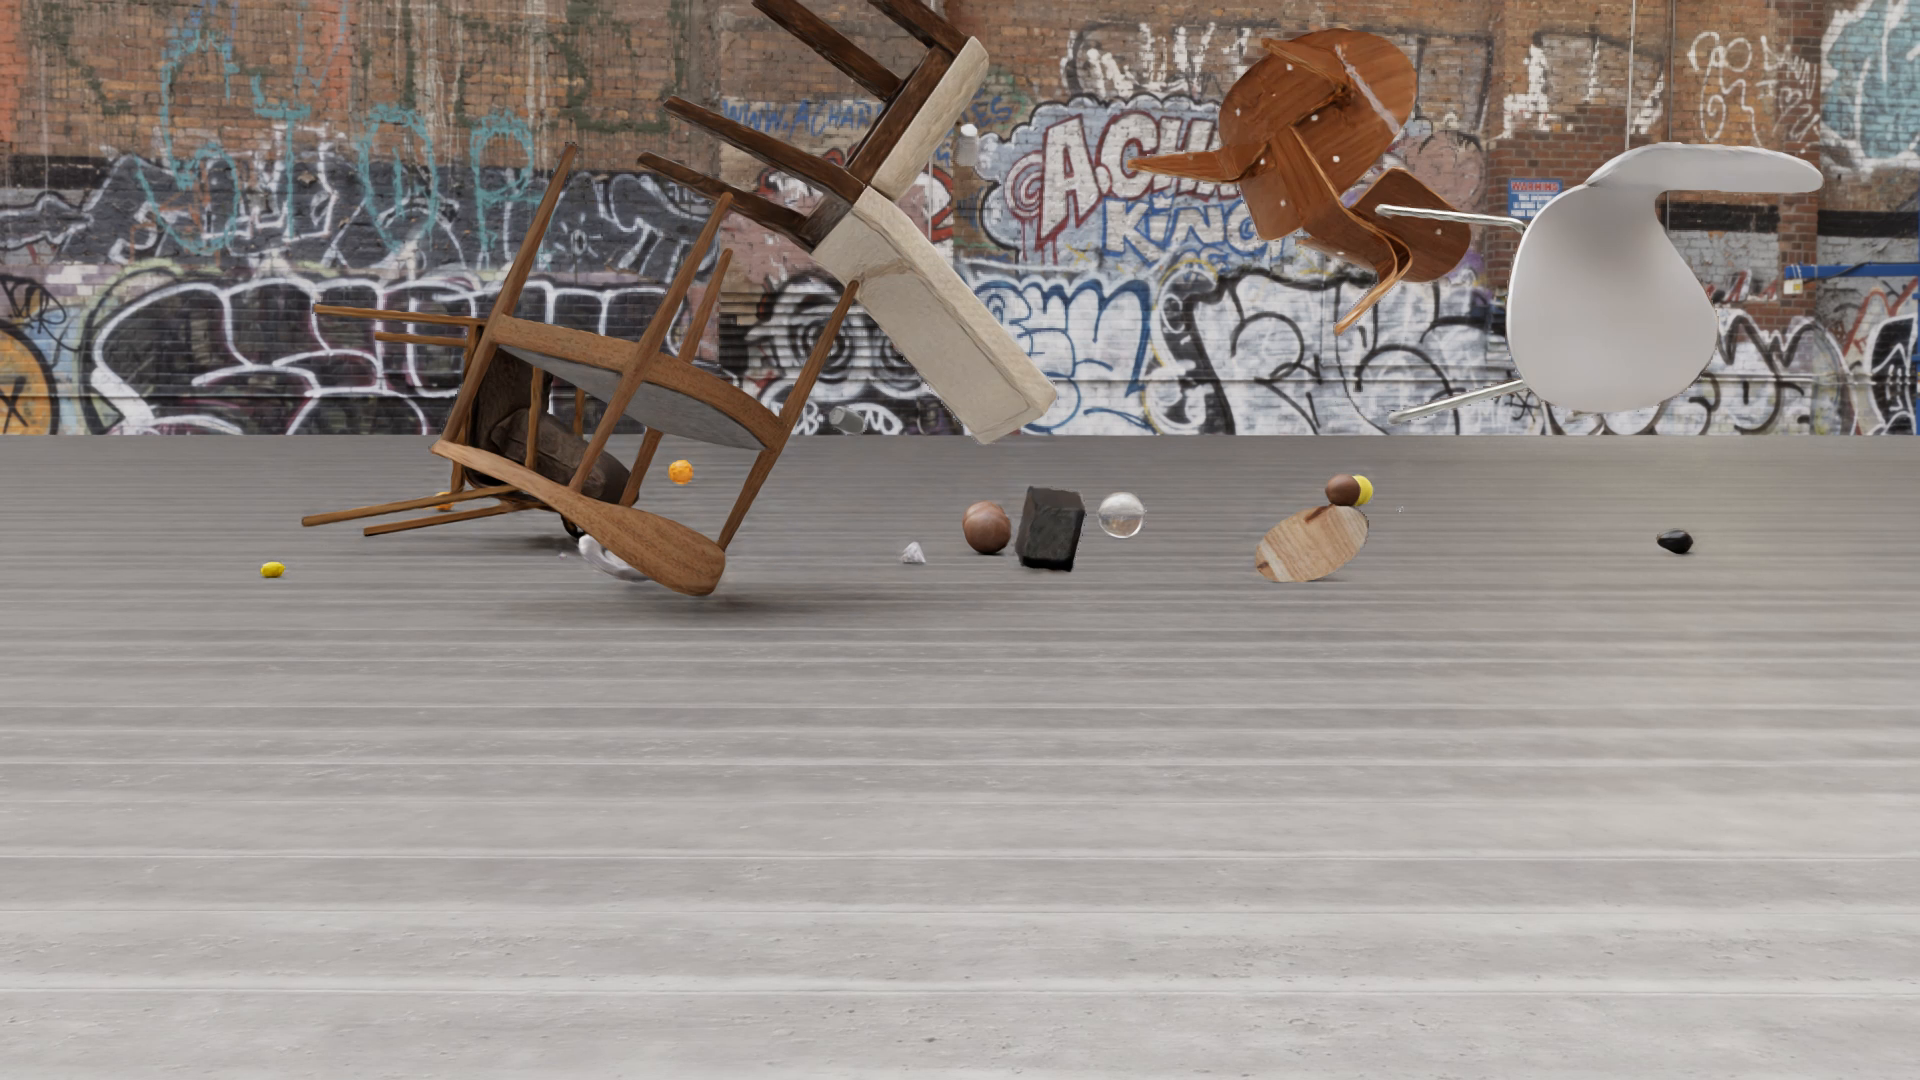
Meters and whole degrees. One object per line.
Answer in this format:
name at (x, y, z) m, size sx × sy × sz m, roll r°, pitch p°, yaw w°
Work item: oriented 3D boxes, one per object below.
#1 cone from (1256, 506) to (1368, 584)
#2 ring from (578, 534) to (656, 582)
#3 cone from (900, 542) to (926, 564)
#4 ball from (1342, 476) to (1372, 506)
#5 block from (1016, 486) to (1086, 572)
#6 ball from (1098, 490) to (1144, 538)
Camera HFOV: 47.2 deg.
cone at (0.812, 0.032, 5.203) m, size 0.290 × 0.161 × 0.163 m, roll -24°, pitch -13°, yaw -11°
ring at (-0.773, 0.040, 4.962) m, size 0.188 × 0.087 × 0.061 m, roll 24°, pitch -15°, yaw -9°
cone at (-0.107, 0.048, 5.630) m, size 0.061 × 0.065 × 0.070 m, roll 35°, pitch 48°, yaw 27°
ball at (1.522, -0.189, 8.436) m, size 0.119 × 0.119 × 0.119 m, roll 0°, pitch 4°, yaw 0°
block at (0.221, -0.027, 5.405) m, size 0.127 × 0.170 × 0.098 m, roll 6°, pitch 26°, yaw -12°
ball at (0.487, -0.077, 6.634) m, size 0.142 × 0.142 × 0.142 m, roll 0°, pitch 4°, yaw 0°
